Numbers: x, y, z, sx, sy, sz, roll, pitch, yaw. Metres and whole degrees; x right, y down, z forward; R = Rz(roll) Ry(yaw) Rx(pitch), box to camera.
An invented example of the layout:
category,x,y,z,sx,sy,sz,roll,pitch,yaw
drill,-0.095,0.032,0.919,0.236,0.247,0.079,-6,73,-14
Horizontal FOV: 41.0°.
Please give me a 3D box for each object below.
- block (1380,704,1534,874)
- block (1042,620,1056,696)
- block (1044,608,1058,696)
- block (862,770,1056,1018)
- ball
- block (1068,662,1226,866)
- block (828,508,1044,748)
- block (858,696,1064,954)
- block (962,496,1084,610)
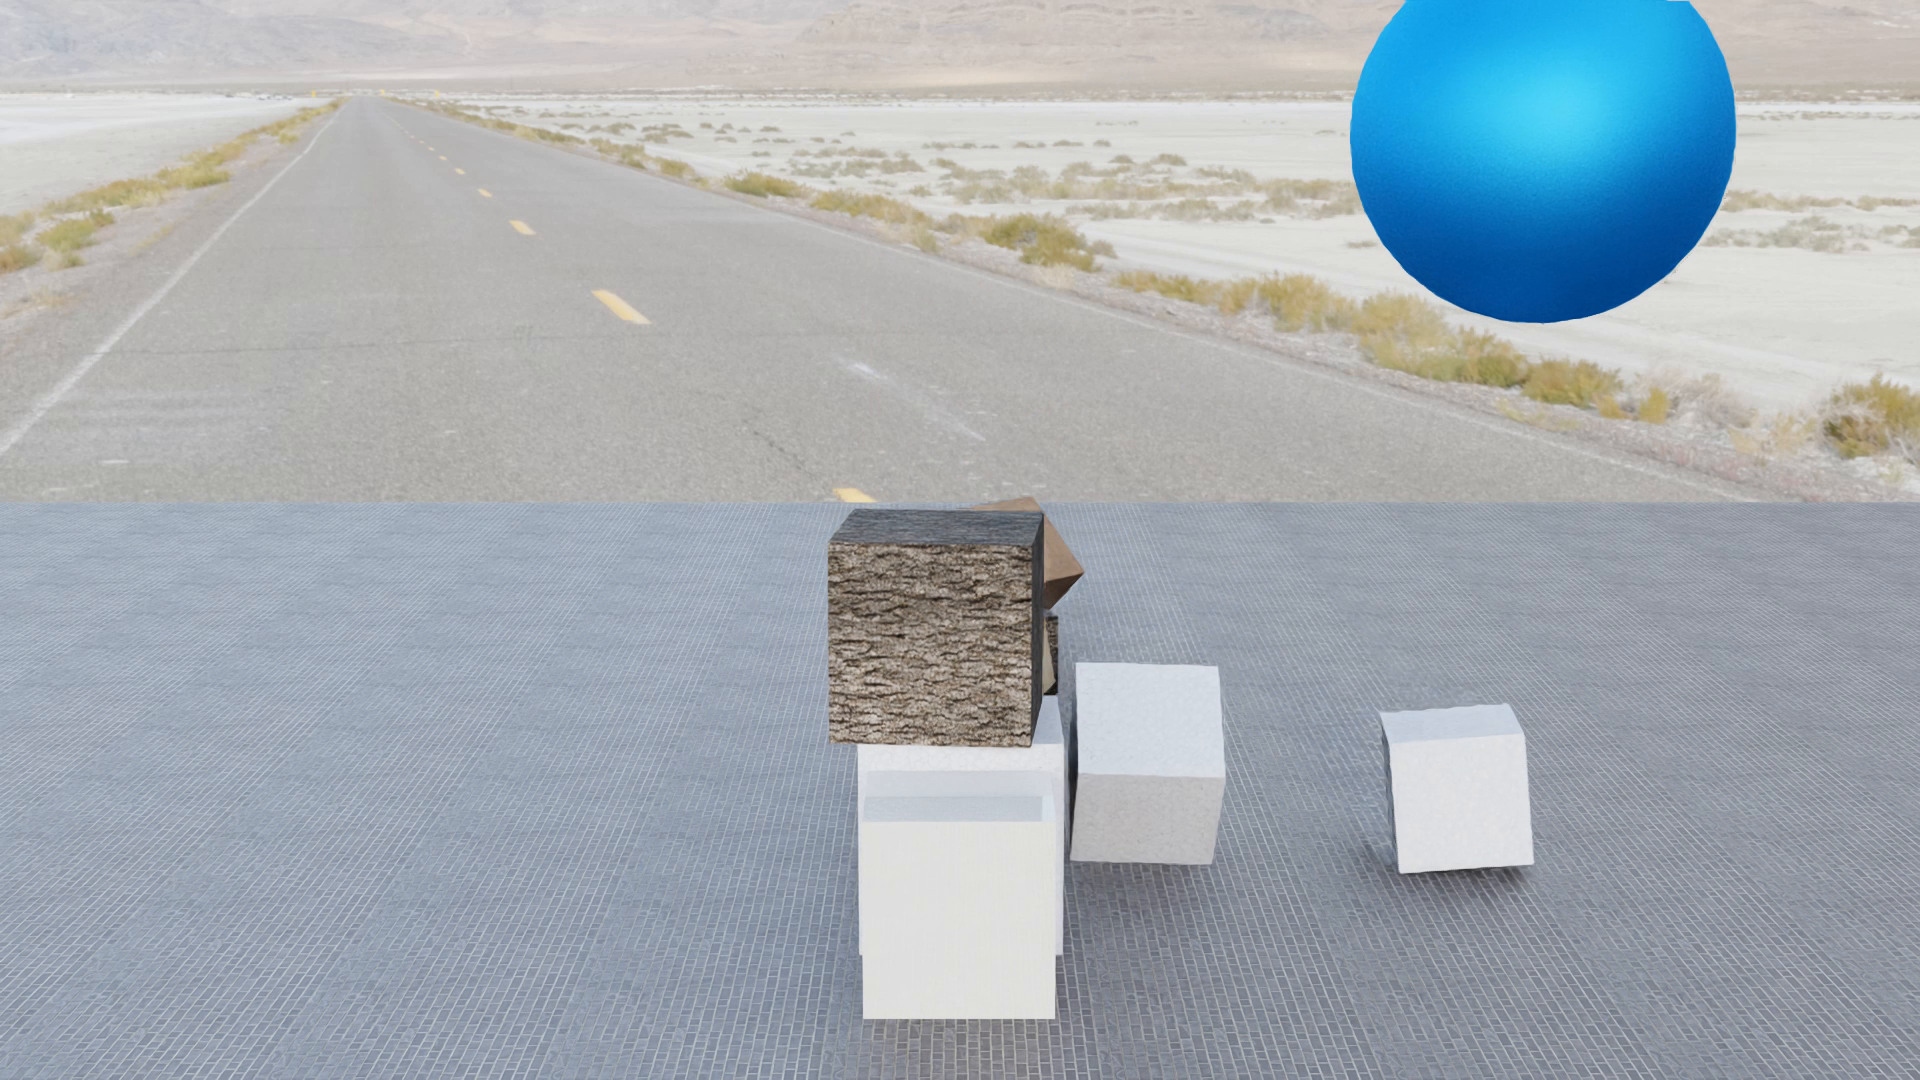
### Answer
category,x,y,z,sx,sy,sz,roll,pitch,yaw
block,2.219,1.106,11.505,0.582,0.588,0.590,-5,9,6
block,0.028,0.531,14.060,0.762,0.750,0.805,-9,5,12
block,0.280,0.638,14.750,0.461,0.467,0.414,-3,11,-17
block,-0.004,1.360,9.932,0.722,0.769,0.705,0,10,0
ball,2.457,-1.719,10.868,1.600,1.600,1.600,0,10,0
block,0.827,1.004,11.519,0.638,0.631,0.636,2,46,0
block,-0.084,0.345,10.490,0.803,0.813,0.806,1,10,5
block,0.004,1.171,10.675,0.822,0.878,0.811,0,10,0
block,0.229,0.187,16.141,0.716,0.621,0.590,-12,-29,-48
